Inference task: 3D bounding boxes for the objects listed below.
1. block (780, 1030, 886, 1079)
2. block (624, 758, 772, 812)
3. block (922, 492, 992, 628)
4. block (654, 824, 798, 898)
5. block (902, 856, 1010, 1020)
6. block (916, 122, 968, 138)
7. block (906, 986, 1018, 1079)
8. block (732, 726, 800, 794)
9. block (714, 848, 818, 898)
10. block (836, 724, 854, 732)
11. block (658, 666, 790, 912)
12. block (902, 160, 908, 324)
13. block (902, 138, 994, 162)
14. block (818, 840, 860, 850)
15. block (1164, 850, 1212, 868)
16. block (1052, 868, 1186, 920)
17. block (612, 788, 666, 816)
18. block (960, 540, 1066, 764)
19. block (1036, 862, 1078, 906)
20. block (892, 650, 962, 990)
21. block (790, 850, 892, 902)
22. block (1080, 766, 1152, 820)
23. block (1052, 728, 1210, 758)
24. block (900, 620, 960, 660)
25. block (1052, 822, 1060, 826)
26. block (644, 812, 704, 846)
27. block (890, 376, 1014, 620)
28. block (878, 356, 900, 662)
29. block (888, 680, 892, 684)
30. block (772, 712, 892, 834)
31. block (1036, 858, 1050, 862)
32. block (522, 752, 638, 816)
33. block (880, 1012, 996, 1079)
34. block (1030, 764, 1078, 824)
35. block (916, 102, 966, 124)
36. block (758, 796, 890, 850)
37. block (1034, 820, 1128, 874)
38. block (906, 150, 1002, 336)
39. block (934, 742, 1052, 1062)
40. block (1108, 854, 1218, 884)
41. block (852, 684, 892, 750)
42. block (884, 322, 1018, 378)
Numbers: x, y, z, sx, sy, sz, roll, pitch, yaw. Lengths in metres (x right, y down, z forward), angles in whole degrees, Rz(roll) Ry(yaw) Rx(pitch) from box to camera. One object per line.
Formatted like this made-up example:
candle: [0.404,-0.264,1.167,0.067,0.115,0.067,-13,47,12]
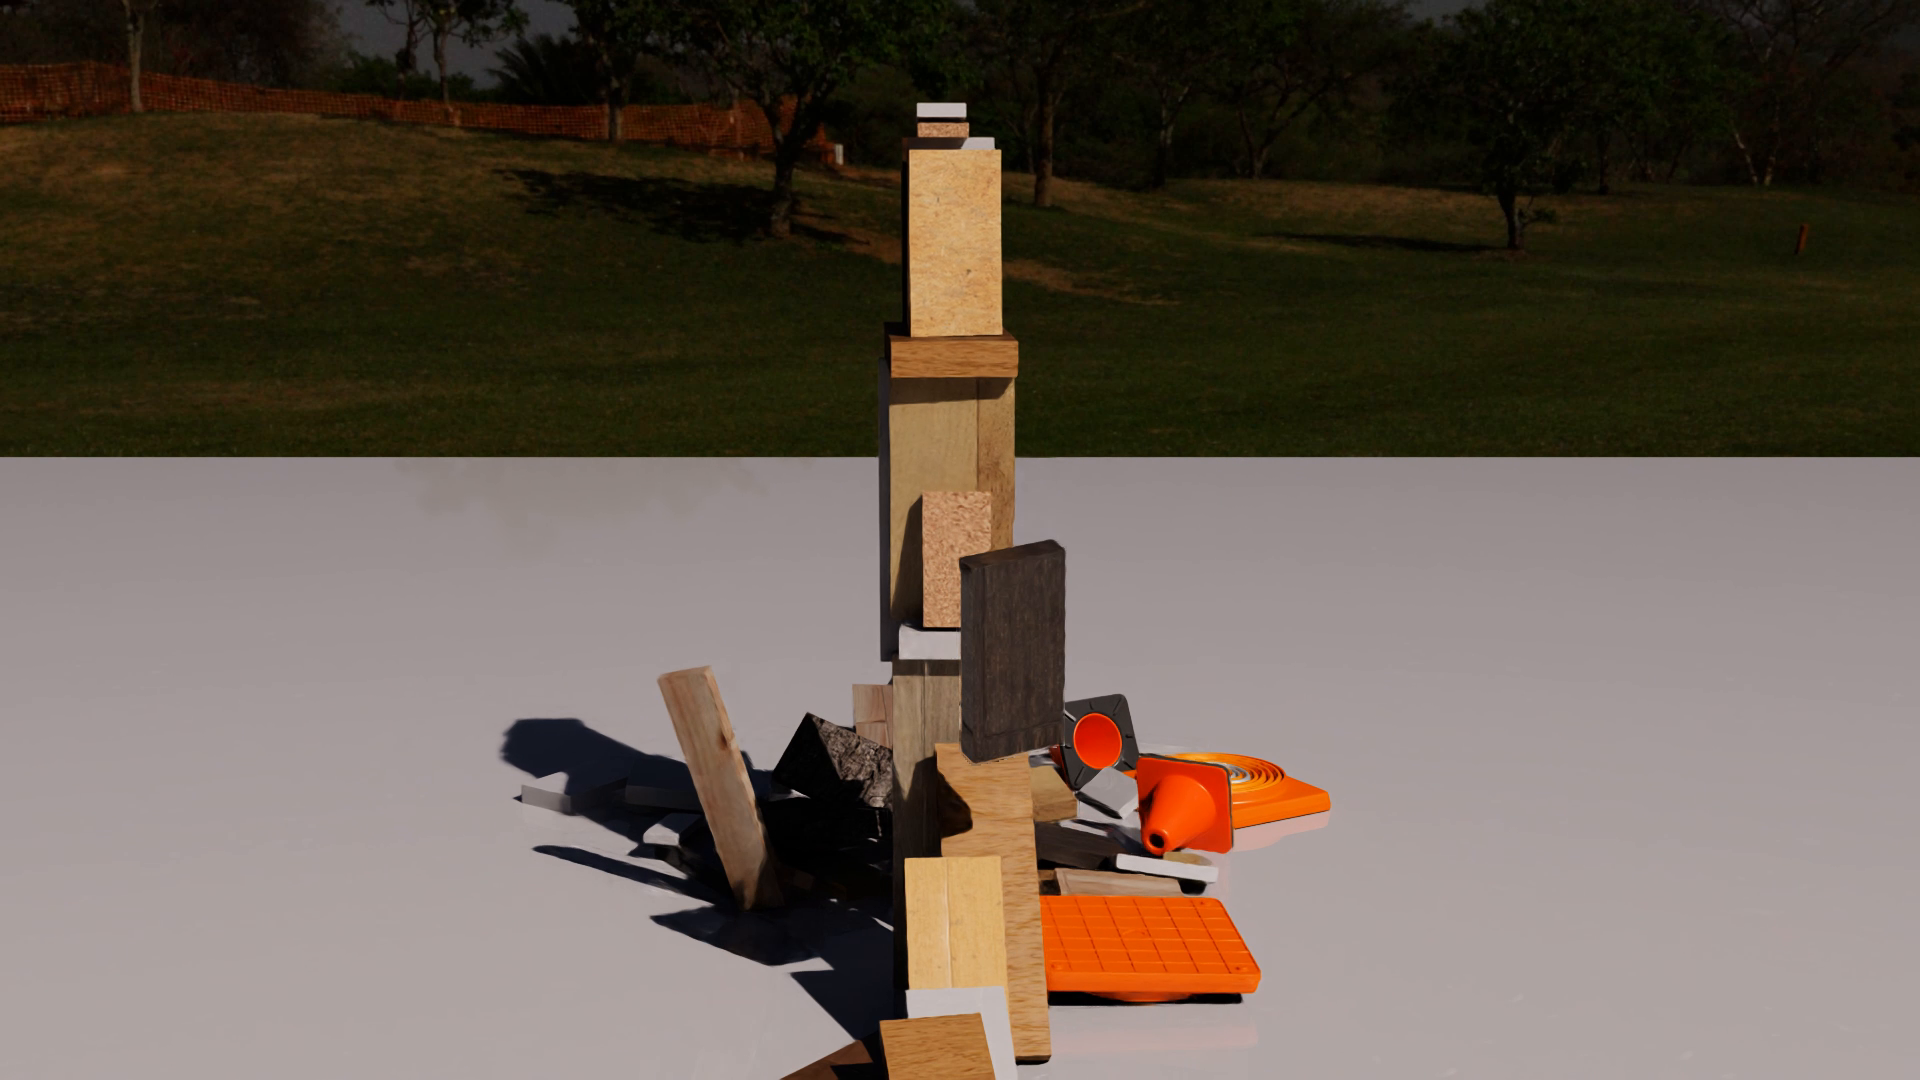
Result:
block: [-0.299,0.751,2.729,0.098,0.028,0.741,8,13,37]
block: [-0.489,0.464,4.130,0.261,0.037,0.130,6,17,-2]
block: [-0.004,0.029,3.164,0.098,0.195,0.028,0,-6,-1]
block: [-0.404,0.549,3.787,0.135,0.038,0.269,-7,13,-34]
block: [-0.006,0.567,3.003,0.133,0.266,0.038,0,-27,-5]
block: [-0.026,-0.603,3.233,0.073,0.021,0.146,0,10,-2]
block: [0.004,0.681,2.829,0.131,0.037,0.263,-1,31,-5]
block: [-0.383,0.437,4.370,0.160,0.045,0.320,-1,11,-7]
block: [-0.318,0.540,3.617,0.170,0.024,0.085,21,-18,7]
block: [-0.171,0.405,4.522,0.180,0.026,0.090,6,-3,23]
block: [-0.376,0.401,3.519,0.085,0.422,0.024,-10,18,20]
block: [-0.028,-0.463,3.419,0.125,0.249,0.035,-1,9,-4]
block: [-0.021,-0.589,3.315,0.125,0.035,0.249,-1,10,-4]
block: [-0.233,0.525,3.851,0.061,0.017,0.122,-7,2,-31]
block: [0.384,0.541,3.700,0.061,0.017,0.122,5,-12,17]
block: [0.258,0.576,3.582,0.204,0.029,0.102,6,15,-6]
block: [-0.557,0.481,4.185,0.094,0.027,0.187,10,15,43]
block: [0.068,0.146,2.856,0.131,0.282,0.037,-11,27,-22]
block: [0.117,0.567,3.715,0.204,0.029,0.102,10,14,43]
block: [-0.026,0.413,3.238,0.144,0.505,0.041,0,8,0]
block: [-0.206,0.566,3.728,0.094,0.027,0.187,-8,13,-35]
block: [0.292,0.474,4.133,0.074,0.021,0.148,-40,24,-14]
block: [0.176,0.403,4.542,0.670,0.021,0.074,4,10,10]
block: [-0.014,0.125,3.289,0.144,0.041,0.287,0,11,0]
block: [0.105,0.516,3.876,0.141,0.071,0.020,1,11,8]
block: [-0.503,0.507,3.861,0.061,0.017,0.122,3,11,15]
block: [-0.012,-0.065,3.215,0.180,0.359,0.051,0,11,0]
block: [-0.037,-0.048,3.450,0.180,0.475,0.051,-1,10,-3]
block: [-0.114,0.360,4.549,0.131,0.037,0.690,3,10,7]
block: [-0.192,0.428,3.996,0.269,0.135,0.038,22,-20,20]
block: [0.134,0.532,3.771,0.071,0.020,0.141,10,2,35]
block: [-0.701,0.467,4.229,0.131,0.037,0.261,7,13,35]
block: [-0.019,0.697,2.728,0.131,0.037,0.263,-3,32,-9]
block: [0.056,0.464,3.858,0.269,0.038,0.135,-9,24,-16]
block: [-0.030,-0.635,3.331,0.073,0.021,0.146,0,-1,-2]
block: [-0.277,0.498,3.877,0.160,0.045,0.320,-7,2,-32]
block: [0.191,0.523,3.743,0.204,0.029,0.102,16,11,-25]
block: [-0.009,-0.430,3.186,0.133,0.266,0.038,-2,9,-7]
block: [0.043,0.503,3.083,0.133,0.453,0.038,-1,-26,-6]
block: [0.338,0.549,3.668,0.170,0.024,0.085,9,-12,-4]
block: [-0.126,0.361,4.292,0.160,0.045,0.488,1,10,-4]
block: [-0.019,-0.287,3.289,0.180,0.051,0.359,-1,10,-4]
